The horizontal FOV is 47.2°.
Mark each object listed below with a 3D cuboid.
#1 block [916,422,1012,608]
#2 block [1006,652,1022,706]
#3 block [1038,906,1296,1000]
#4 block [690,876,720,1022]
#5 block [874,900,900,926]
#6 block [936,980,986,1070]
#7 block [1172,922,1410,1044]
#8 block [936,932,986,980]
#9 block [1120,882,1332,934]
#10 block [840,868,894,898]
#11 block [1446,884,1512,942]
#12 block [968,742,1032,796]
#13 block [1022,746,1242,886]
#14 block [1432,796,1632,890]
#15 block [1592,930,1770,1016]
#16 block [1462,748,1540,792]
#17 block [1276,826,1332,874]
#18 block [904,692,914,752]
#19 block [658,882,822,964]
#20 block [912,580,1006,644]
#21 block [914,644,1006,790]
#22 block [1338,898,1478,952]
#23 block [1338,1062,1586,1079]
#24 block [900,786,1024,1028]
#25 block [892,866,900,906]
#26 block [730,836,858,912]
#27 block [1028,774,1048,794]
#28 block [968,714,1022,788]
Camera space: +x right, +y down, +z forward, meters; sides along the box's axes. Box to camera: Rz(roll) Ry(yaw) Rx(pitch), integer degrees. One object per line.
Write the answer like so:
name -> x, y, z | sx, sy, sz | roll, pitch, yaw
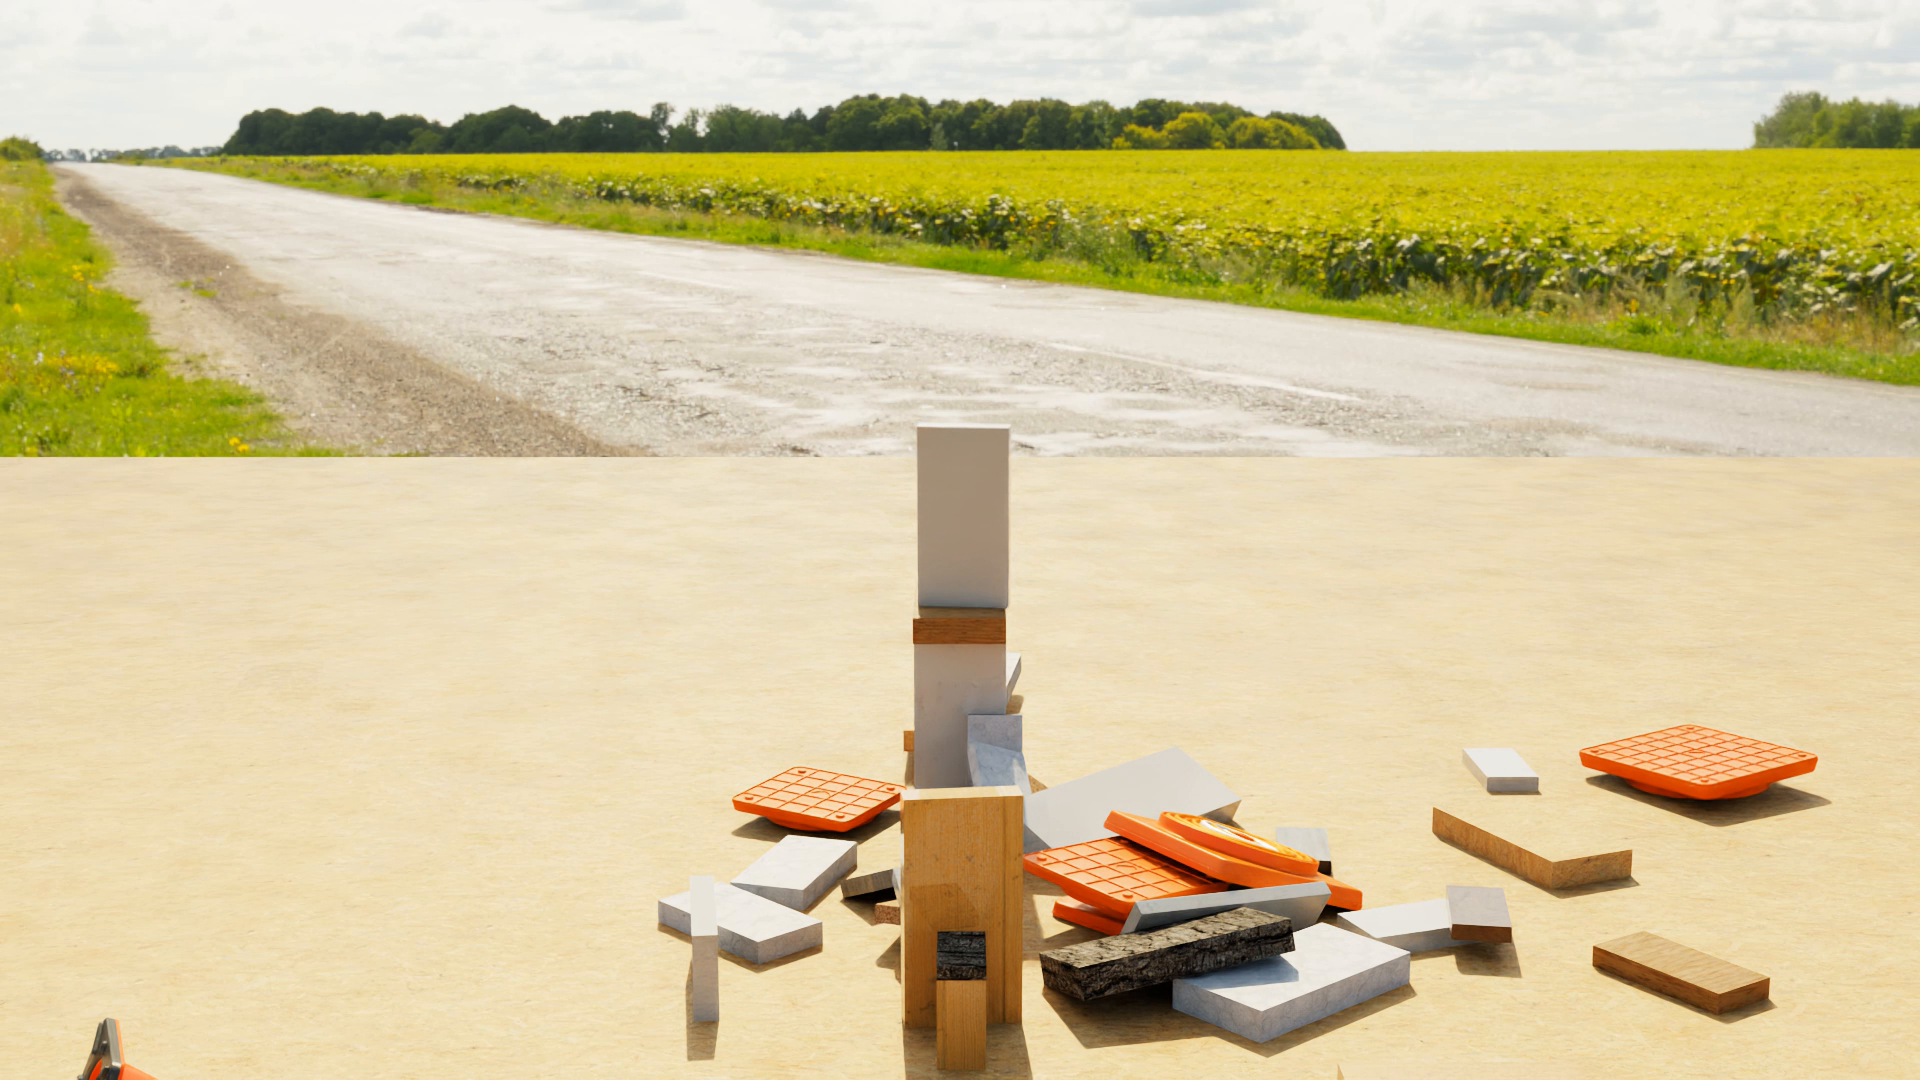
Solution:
block -> 0.008, -0.045, 4.045 | 0.168, 0.337, 0.048 | 1, 12, 6
block -> 0.044, 0.304, 4.856 | 0.152, 0.043, 0.304 | 1, 11, 7
block -> 0.305, 0.609, 3.250 | 0.337, 0.048, 0.168 | -9, 0, -18
block -> -0.379, 0.601, 3.257 | 0.036, 0.129, 0.257 | -1, 11, -7
block -> -0.050, 0.588, 3.479 | 0.097, 0.028, 0.194 | 4, -3, 22
block -> 0.002, 0.651, 2.977 | 0.067, 0.133, 0.019 | 0, 11, 0
block -> 0.490, 0.647, 3.233 | 0.337, 0.048, 0.168 | -9, 14, -41
block -> 0.002, 0.568, 3.006 | 0.067, 0.019, 0.133 | 0, 11, 0
block -> 0.412, 0.583, 3.410 | 0.341, 0.090, 0.025 | -2, 42, -25
block -> -0.089, 0.557, 3.669 | 0.201, 0.028, 0.100 | -8, -9, -36
block -> 0.812, 0.585, 3.447 | 0.090, 0.025, 0.179 | 2, 11, 9
block -> 0.076, 0.447, 3.901 | 0.100, 0.028, 0.201 | 16, 35, -21
block -> 0.288, 0.485, 3.919 | 0.494, 0.048, 0.168 | -11, 41, -46
block -> 1.002, 0.528, 3.871 | 0.168, 0.048, 0.337 | -5, 11, -23
block -> 1.075, 0.645, 3.286 | 0.115, 0.033, 0.230 | -7, 13, -33
block -> 1.064, 0.452, 4.336 | 0.100, 0.028, 0.201 | 0, 11, -1
block -> 0.600, 0.543, 3.851 | 0.090, 0.025, 0.179 | 1, 11, 7
block -> -0.034, 0.370, 4.499 | 0.152, 0.043, 0.304 | 0, 11, 1
block -> -0.350, 0.605, 3.488 | 0.129, 0.036, 0.257 | -10, 14, -43
block -> -0.001, 0.134, 4.140 | 0.169, 0.048, 0.338 | 0, 11, 0
block -> 0.001, 0.342, 4.075 | 0.169, 0.338, 0.048 | 0, 10, 1
block -> 0.726, 0.610, 3.472 | 0.230, 0.033, 0.115 | -4, 11, -20
block -> 0.654, 0.724, 2.825 | 0.312, 0.044, 0.156 | 0, 11, 0
block -> 0.002, 0.521, 3.121 | 0.168, 0.337, 0.048 | -1, 11, -7
block -> -0.037, 0.570, 3.347 | 0.097, 0.028, 0.194 | -3, 34, -13
block -> -0.279, 0.561, 3.723 | 0.129, 0.036, 0.257 | 3, 11, 17
block -> 0.089, 0.481, 3.918 | 0.100, 0.028, 0.201 | 34, 32, 6
block -> 0.064, 0.420, 4.029 | 0.100, 0.201, 0.028 | 0, -1, 0
